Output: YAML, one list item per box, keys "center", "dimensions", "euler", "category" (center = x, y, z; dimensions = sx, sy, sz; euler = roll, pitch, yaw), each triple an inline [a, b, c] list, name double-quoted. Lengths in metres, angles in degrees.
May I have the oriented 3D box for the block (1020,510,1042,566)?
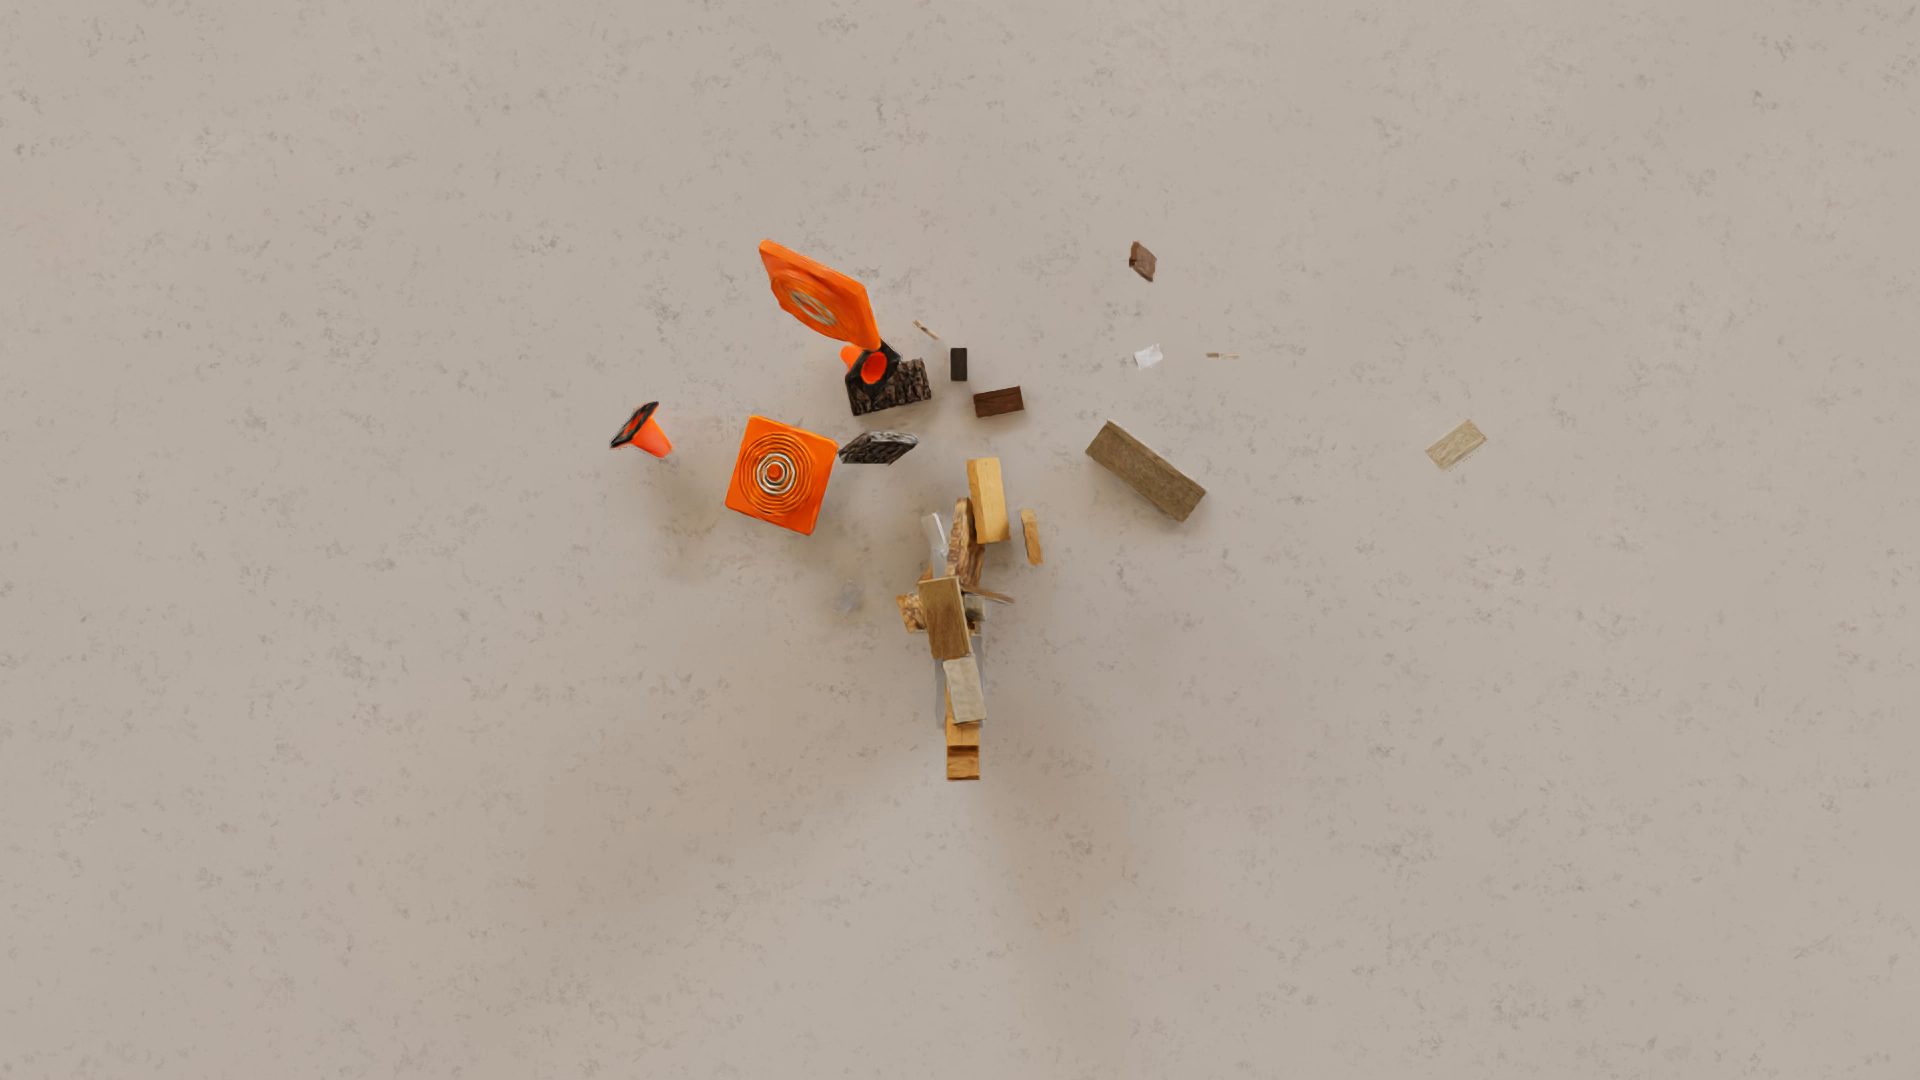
- center: [0.230, -0.011, 5.353]
  dimensions: [0.039, 0.275, 0.137]
  euler: [-9, 99, 1]
  category: "block"

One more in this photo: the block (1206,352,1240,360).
- center: [0.766, -0.535, 4.806]
  dimensions: [0.093, 0.046, 0.013]
  euler: [-3, 102, -41]
  category: "block"

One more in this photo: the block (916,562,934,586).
- center: [-0.079, 0.108, 5.468]
  dimensions: [0.073, 0.021, 0.146]
  euler: [35, 90, 42]
  category: "block"

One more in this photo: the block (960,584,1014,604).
- center: [0.064, 0.170, 5.300]
  dimensions: [0.056, 0.259, 0.016]
  euler: [23, 82, -44]
  category: "block"

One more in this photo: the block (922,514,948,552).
- center: [-0.082, -0.023, 5.329]
  dimensions: [0.056, 0.016, 0.113]
  euler: [-21, 88, 37]
  category: "block"

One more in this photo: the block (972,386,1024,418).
- center: [0.128, -0.458, 5.489]
  dimensions: [0.158, 0.022, 0.079]
  euler: [-11, 90, 0]
  category: "block"

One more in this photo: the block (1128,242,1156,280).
- center: [0.596, -0.909, 5.383]
  dimensions: [0.022, 0.158, 0.079]
  euler: [6, 84, 29]
  category: "block"

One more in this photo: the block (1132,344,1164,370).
- center: [0.531, -0.518, 4.670]
  dimensions: [0.093, 0.013, 0.046]
  euler: [-25, 96, -30]
  category: "block"

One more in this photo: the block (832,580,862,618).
- center: [-0.377, 0.195, 5.485]
  dimensions: [0.056, 0.016, 0.113]
  euler: [30, 97, 0]
  category: "block"

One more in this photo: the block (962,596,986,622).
- center: [0.017, 0.218, 5.237]
  dimensions: [0.121, 0.242, 0.034]
  euler: [2, 78, 4]
  category: "block"

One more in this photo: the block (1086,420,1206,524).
- center: [0.615, -0.227, 5.464]
  dimensions: [0.401, 0.038, 0.134]
  euler: [36, 100, 0]
  category: "block"

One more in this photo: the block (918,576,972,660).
- center: [-0.045, 0.240, 5.106]
  dimensions: [0.121, 0.034, 0.242]
  euler: [-9, 97, 14]
  category: "block"

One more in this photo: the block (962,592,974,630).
- center: [-0.007, 0.230, 5.386]
  dimensions: [0.075, 0.021, 0.149]
  euler: [-13, 57, -6]
  category: "block"

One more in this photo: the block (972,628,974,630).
- center: [0.004, 0.246, 5.432]
  dimensions: [0.075, 0.149, 0.021]
  euler: [-5, 125, -1]
  category: "block"

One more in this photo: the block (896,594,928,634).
- center: [-0.138, 0.238, 5.290]
  dimensions: [0.034, 0.246, 0.121]
  euler: [-23, 81, 12]
  category: "block"

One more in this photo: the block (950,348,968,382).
- center: [-0.004, -0.573, 5.384]
  dimensions: [0.054, 0.015, 0.108]
  euler: [0, 90, 0]
  category: "block"

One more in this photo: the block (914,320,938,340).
- center: [-0.111, -0.693, 5.449]
  dimensions: [0.013, 0.093, 0.046]
  euler: [-50, 51, 9]
  category: "block"

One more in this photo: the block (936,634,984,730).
- center: [-0.002, 0.445, 5.185]
  dimensions: [0.146, 0.041, 0.292]
  euler: [-1, 90, 0]
  category: "block"

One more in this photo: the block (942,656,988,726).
- center: [0.015, 0.463, 5.084]
  dimensions: [0.099, 0.028, 0.198]
  euler: [-9, 73, -9]
  category: "block"

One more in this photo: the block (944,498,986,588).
- center: [0.025, 0.012, 5.407]
  dimensions: [0.039, 0.137, 0.275]
  euler: [-1, 75, 37]
  category: "block"

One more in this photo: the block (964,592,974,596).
- center: [0.012, 0.170, 5.451]
  dimensions: [0.075, 0.021, 0.149]
  euler: [-6, 59, -2]
  category: "block"

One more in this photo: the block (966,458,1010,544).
- center: [0.093, -0.131, 5.433]
  dimensions: [0.039, 0.137, 0.275]
  euler: [-8, 90, 35]
  category: "block"

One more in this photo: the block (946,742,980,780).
- center: [0.007, 0.642, 5.108]
  dimensions: [0.099, 0.028, 0.198]
  euler: [-2, 64, 0]
  category: "block"

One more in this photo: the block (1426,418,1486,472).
- center: [1.465, -0.278, 4.875]
  dimensions: [0.158, 0.022, 0.079]
  euler: [-37, 65, 9]
  category: "block"

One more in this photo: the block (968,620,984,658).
- center: [-0.002, 0.325, 5.353]
  dimensions: [0.146, 0.293, 0.041]
  euler: [-5, 103, 0]
  category: "block"

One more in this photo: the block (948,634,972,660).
- center: [-0.007, 0.329, 5.148]
  dimensions: [0.052, 0.015, 0.104]
  euler: [25, 86, 19]
  category: "block"

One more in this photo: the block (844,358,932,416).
- center: [-0.239, -0.508, 5.481]
  dimensions: [0.268, 0.038, 0.134]
  euler: [-13, 90, 0]
  category: "block"

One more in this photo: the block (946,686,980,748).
- center: [0.007, 0.545, 5.115]
  dimensions: [0.099, 0.028, 0.198]
  euler: [-2, 69, 0]
  category: "block"

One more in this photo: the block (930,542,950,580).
- center: [-0.054, 0.084, 5.428]
  dimensions: [0.073, 0.021, 0.146]
  euler: [-6, 83, 8]
  category: "block"

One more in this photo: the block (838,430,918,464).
- center: [-0.264, -0.299, 5.349]
  dimensions: [0.134, 0.268, 0.038]
  euler: [-34, 73, 28]
  category: "block"
